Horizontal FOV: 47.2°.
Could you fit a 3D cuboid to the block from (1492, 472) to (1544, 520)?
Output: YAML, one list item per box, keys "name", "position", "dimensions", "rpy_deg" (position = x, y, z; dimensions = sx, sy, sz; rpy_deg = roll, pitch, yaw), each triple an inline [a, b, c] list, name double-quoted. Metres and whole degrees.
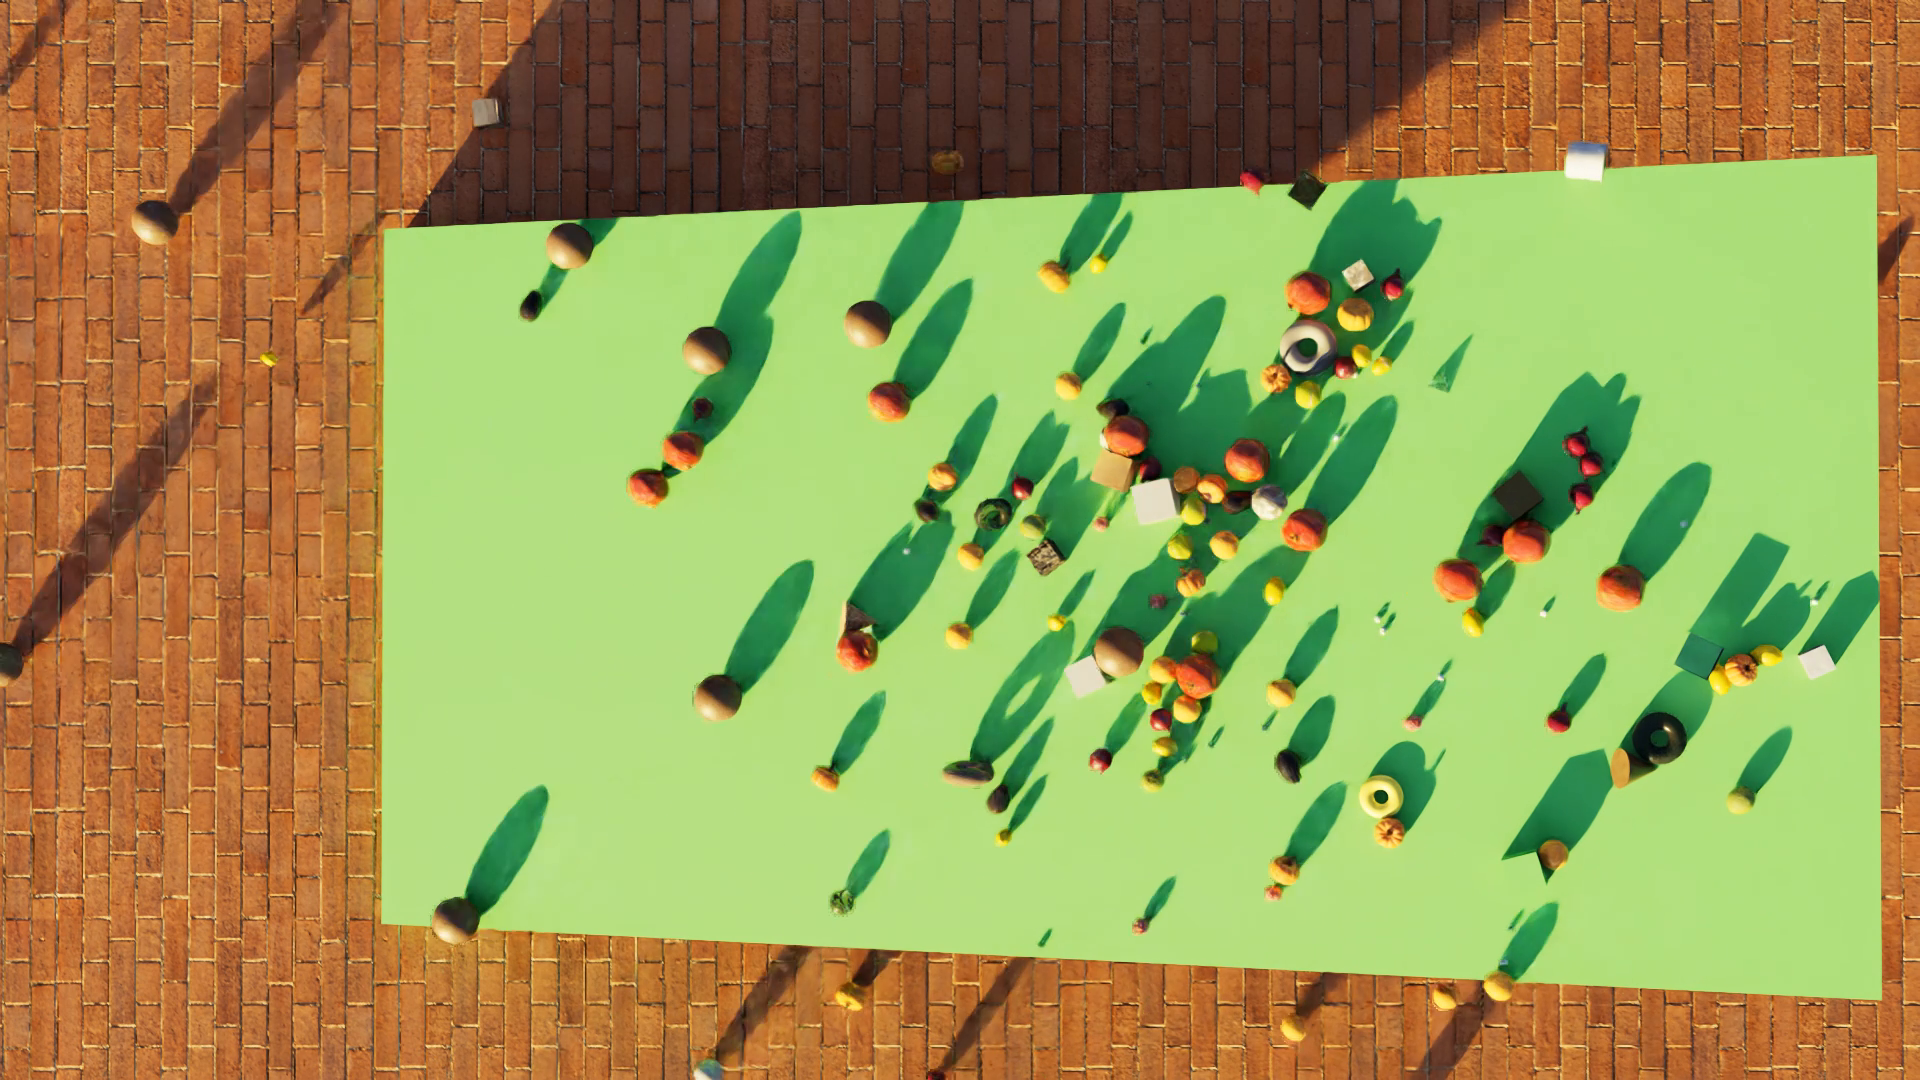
- name: "block"
  position: [1.370, -0.107, 5.399]
  dimensions: [0.087, 0.087, 0.087]
  rpy_deg: [-40, 79, 12]

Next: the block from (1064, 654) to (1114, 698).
- name: "block"
  position: [0.333, 0.353, 5.698]
  dimensions: [0.085, 0.085, 0.085]
  rpy_deg: [-28, 82, 14]

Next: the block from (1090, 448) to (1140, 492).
- name: "block"
  position: [0.400, -0.179, 5.685]
  dimensions: [0.087, 0.087, 0.087]
  rpy_deg: [22, 95, 16]

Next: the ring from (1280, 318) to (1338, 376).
- name: "ring"
  position: [0.882, -0.487, 5.568]
  dimensions: [0.146, 0.049, 0.146]
  rpy_deg: [0, 90, 15]

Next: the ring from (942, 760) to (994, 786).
- name: "ring"
  position: [0.022, 0.610, 5.757]
  dimensions: [0.141, 0.141, 0.047]
  rpy_deg: [-3, 98, 0]

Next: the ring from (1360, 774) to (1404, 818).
- name: "ring"
  position: [1.055, 0.643, 5.507]
  dimensions: [0.110, 0.037, 0.110]
  rpy_deg: [-1, 88, 17]

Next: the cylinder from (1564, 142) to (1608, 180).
- name: "cylinder"
  position: [1.528, -0.924, 5.366]
  dimensions: [0.087, 0.087, 0.087]
  rpy_deg: [-1, 89, 29]

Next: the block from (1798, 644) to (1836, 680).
- name: "block"
  position: [2.030, 0.289, 5.212]
  dimensions: [0.062, 0.062, 0.062]
  rpy_deg: [-27, 82, 14]

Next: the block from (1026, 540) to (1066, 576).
- name: "block"
  position: [0.226, 0.046, 5.743]
  dimensions: [0.068, 0.068, 0.068]
  rpy_deg: [-37, 79, 13]

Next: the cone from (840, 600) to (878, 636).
- name: "cone"
  position: [-0.265, 0.216, 5.897]
  dimensions: [0.099, 0.099, 0.099]
  rpy_deg: [6, 89, -10]

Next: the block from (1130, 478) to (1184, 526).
- name: "block"
  position: [0.507, -0.099, 5.646]
  dimensions: [0.099, 0.099, 0.099]
  rpy_deg: [-13, 85, 16]

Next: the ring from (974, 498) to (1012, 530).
- name: "ring"
  position: [0.087, -0.068, 5.776]
  dimensions: [0.102, 0.034, 0.102]
  rpy_deg: [-10, 132, -12]

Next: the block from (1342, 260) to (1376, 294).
- name: "block"
  position: [1.004, -0.663, 5.530]
  dimensions: [0.058, 0.058, 0.058]
  rpy_deg: [-33, 80, 13]

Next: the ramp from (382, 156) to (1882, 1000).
- name: "ramp"
  position: [0.271, 0.095, 5.817]
  dimensions: [4.000, 0.100, 2.000]
  rpy_deg: [0, 89, 16]

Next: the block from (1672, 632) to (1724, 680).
- name: "block"
  position: [1.771, 0.278, 5.276]
  dimensions: [0.085, 0.085, 0.085]
  rpy_deg: [27, 97, 15]

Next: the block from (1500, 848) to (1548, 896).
- name: "block"
  position: [1.381, 0.811, 5.382]
  dimensions: [0.087, 0.087, 0.087]
  rpy_deg: [-17, 84, 15]

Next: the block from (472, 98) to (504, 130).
- name: "block"
  position: [-1.376, -1.241, 6.412]
  dimensions: [0.074, 0.074, 0.074]
  rpy_deg: [-7, 89, 0]

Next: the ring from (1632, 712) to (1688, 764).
- name: "ring"
  position: [1.692, 0.480, 5.319]
  dimensions: [0.127, 0.042, 0.127]
  rpy_deg: [-1, 88, 17]

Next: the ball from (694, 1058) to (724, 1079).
- name: "ball"
  position: [-0.726, 1.544, 6.366]
  dimensions: [0.085, 0.085, 0.085]
  rpy_deg: [0, 89, 0]

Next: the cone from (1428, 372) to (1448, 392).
- name: "cone"
  position: [1.204, -0.383, 5.485]
  dimensions: [0.050, 0.050, 0.050]
  rpy_deg: [-46, 105, -1]

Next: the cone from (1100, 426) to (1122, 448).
- name: "cone"
  position: [0.383, -0.269, 5.703]
  dimensions: [0.063, 0.063, 0.063]
  rpy_deg: [0, 89, 17]

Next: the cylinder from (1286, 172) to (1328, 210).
- name: "cylinder"
  position: [0.877, -0.882, 5.562]
  dimensions: [0.073, 0.073, 0.073]
  rpy_deg: [34, 99, 0]

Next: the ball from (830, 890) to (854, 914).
- name: "ball"
  position: [-0.317, 0.970, 5.890]
  dimensions: [0.066, 0.066, 0.066]
  rpy_deg: [0, 89, 0]

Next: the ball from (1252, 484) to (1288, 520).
- name: "ball"
  position: [0.783, -0.096, 5.564]
  dimensions: [0.090, 0.090, 0.090]
  rpy_deg: [0, 89, 0]

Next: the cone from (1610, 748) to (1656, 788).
- name: "cone"
  position: [1.646, 0.555, 5.330]
  dimensions: [0.098, 0.098, 0.098]
  rpy_deg: [3, 89, -10]
